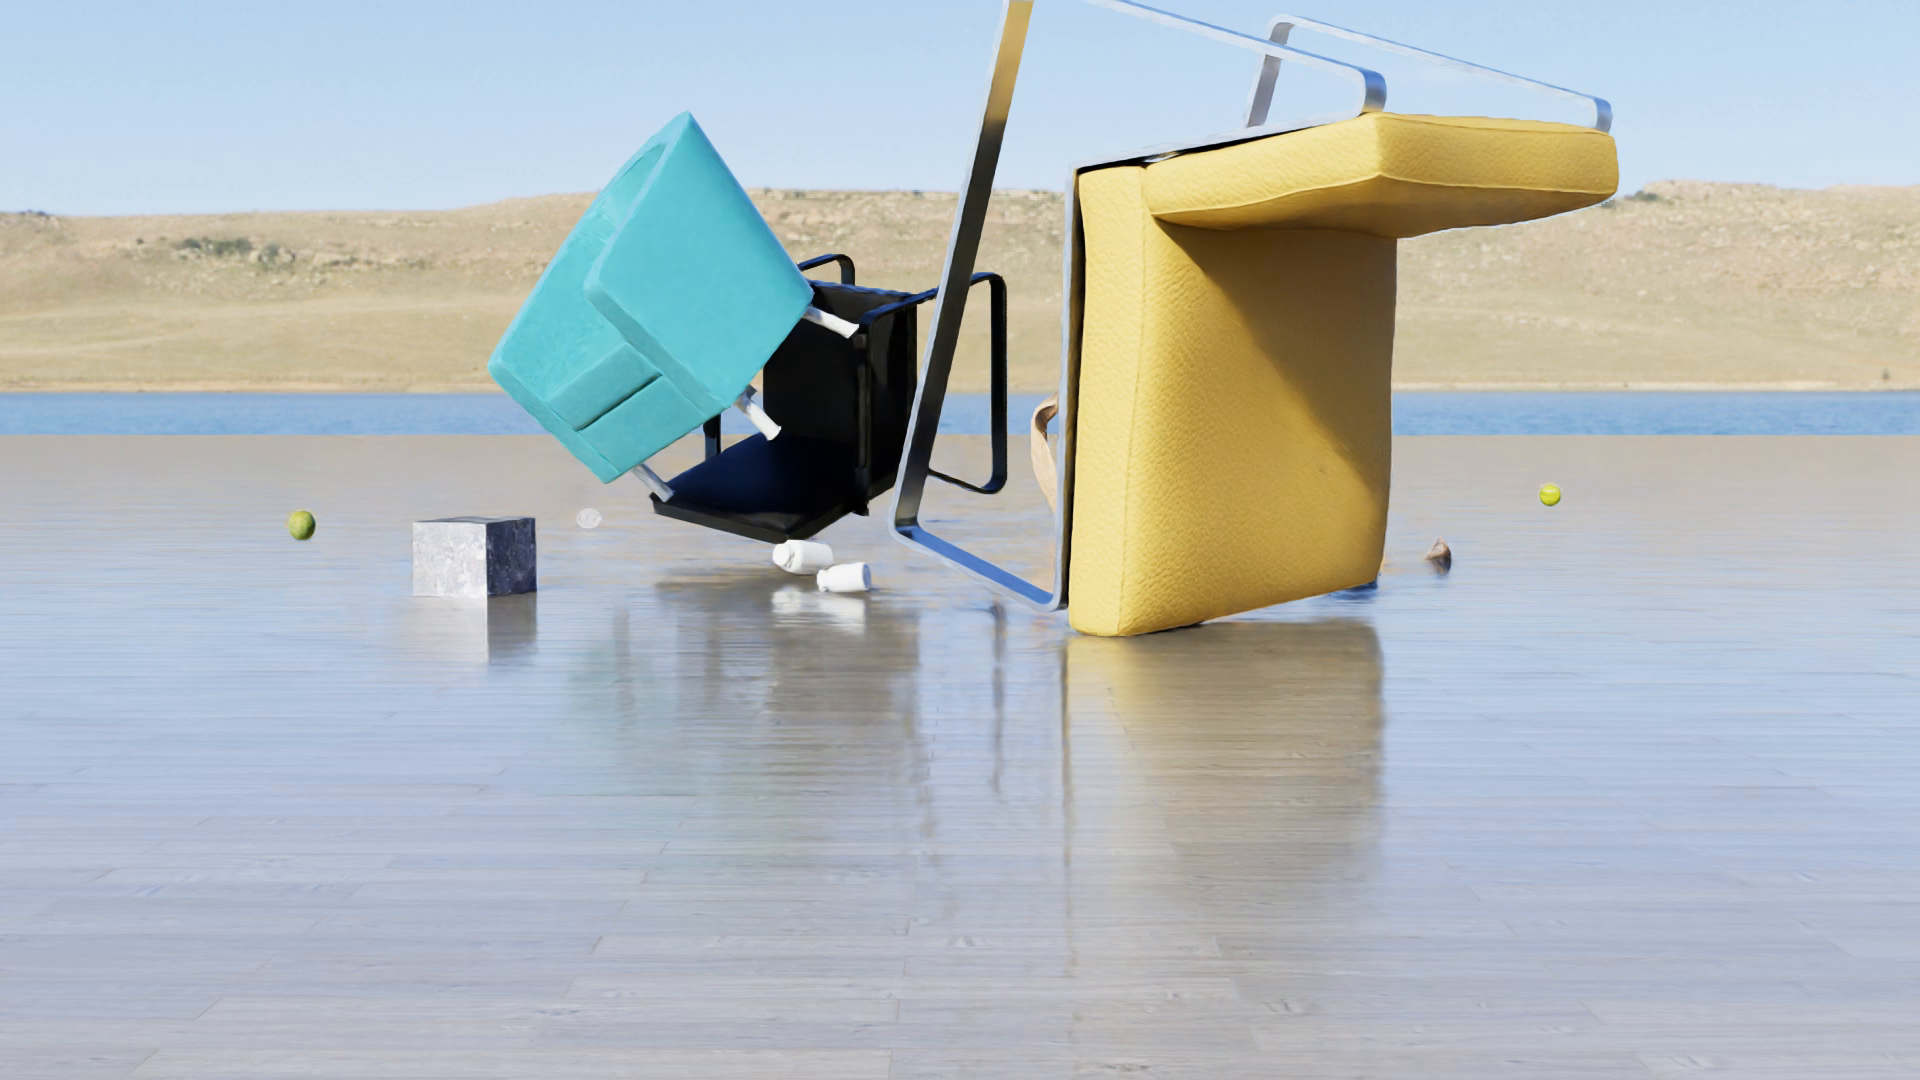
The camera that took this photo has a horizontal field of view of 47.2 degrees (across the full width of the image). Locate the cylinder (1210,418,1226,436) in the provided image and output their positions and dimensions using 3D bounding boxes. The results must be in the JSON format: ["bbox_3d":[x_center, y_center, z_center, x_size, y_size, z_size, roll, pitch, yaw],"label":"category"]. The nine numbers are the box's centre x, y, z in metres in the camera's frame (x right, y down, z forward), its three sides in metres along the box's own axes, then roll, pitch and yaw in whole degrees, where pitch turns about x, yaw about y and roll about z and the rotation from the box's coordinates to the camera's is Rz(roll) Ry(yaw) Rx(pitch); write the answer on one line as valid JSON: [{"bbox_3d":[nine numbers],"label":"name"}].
[{"bbox_3d":[0.937,-0.410,7.982,0.044,0.040,0.075,26,-12,23],"label":"cylinder"}]

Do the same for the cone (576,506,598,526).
[{"bbox_3d":[-1.187,-0.063,7.084,0.080,0.067,0.063,7,-22,24],"label":"cone"}]

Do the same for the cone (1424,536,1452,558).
[{"bbox_3d":[1.257,0.034,5.826,0.065,0.066,0.076,-28,-23,-1],"label":"cone"}]

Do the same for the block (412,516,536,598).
[{"bbox_3d":[-1.067,0.036,4.847,0.173,0.161,0.239,1,4,15],"label":"block"}]

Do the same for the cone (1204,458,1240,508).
[{"bbox_3d":[0.989,-0.222,8.258,0.121,0.194,0.232,-6,-3,6],"label":"cone"}]
